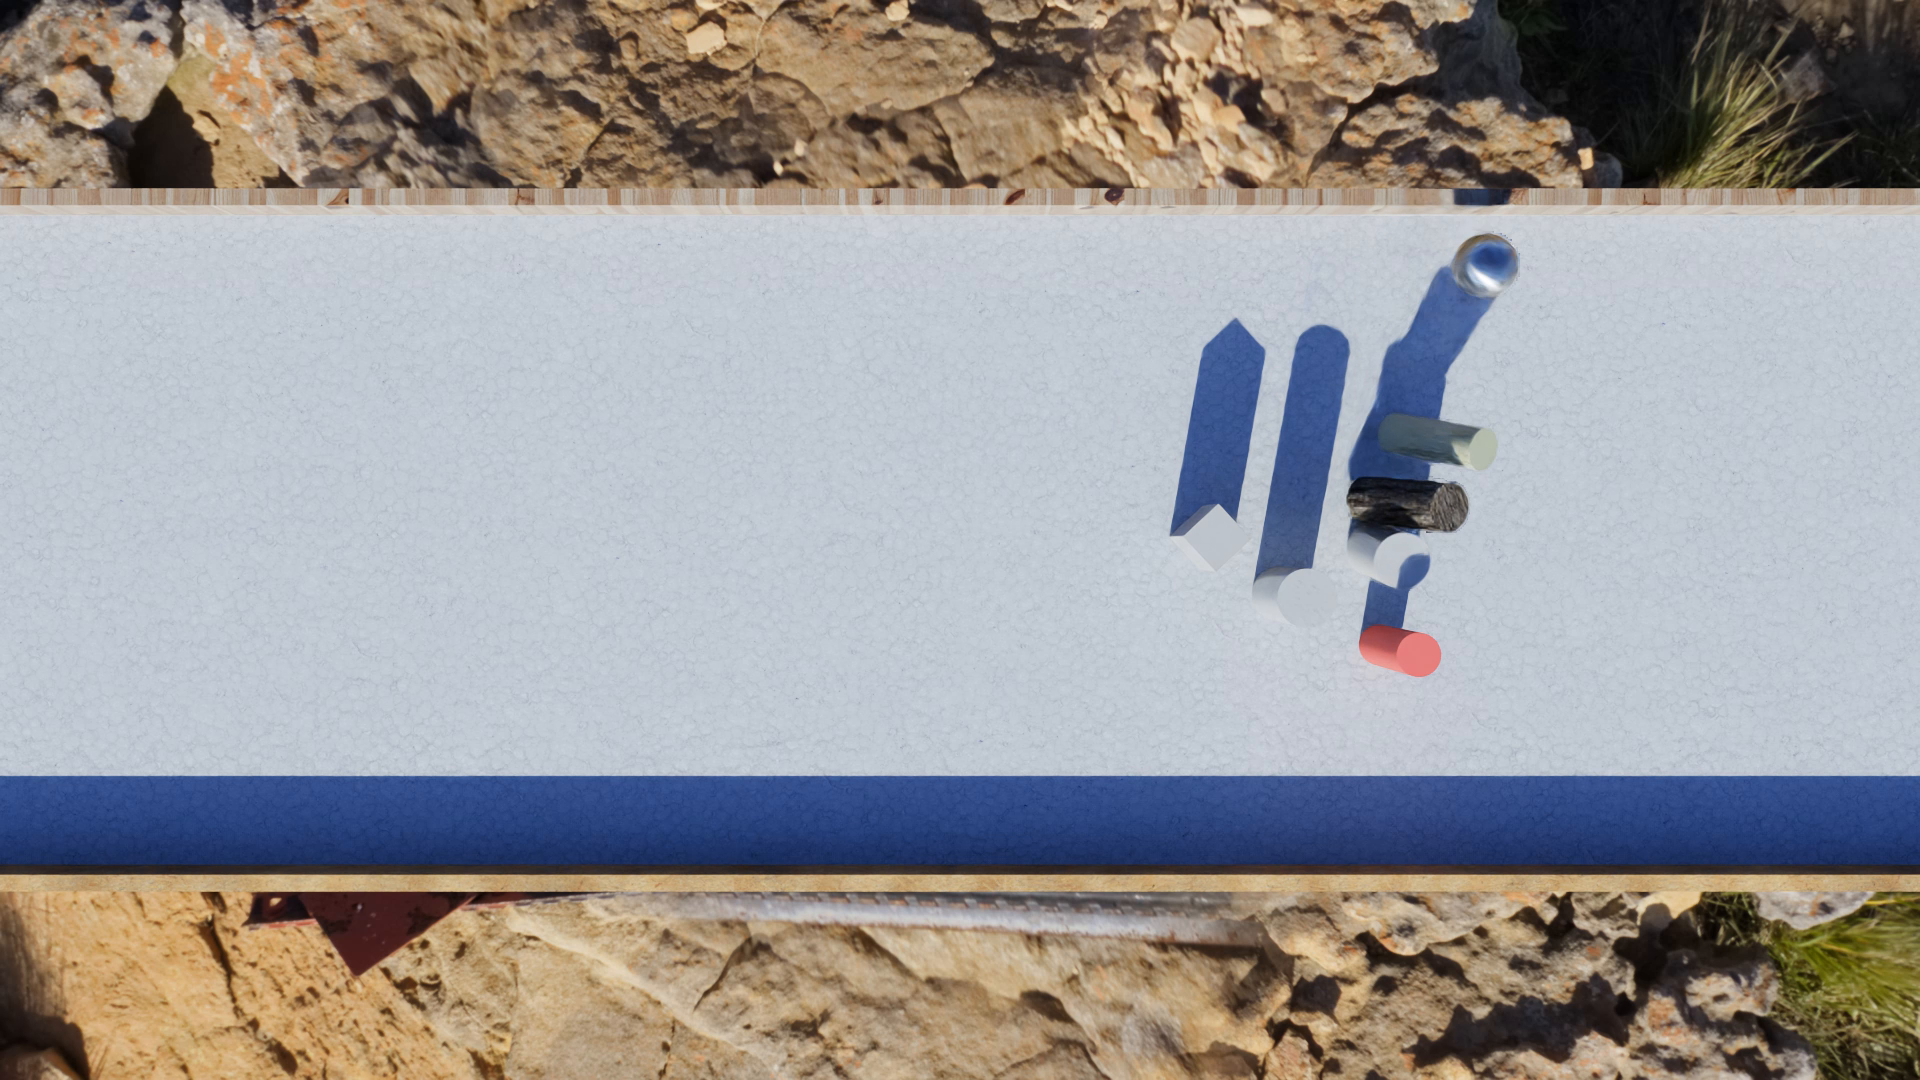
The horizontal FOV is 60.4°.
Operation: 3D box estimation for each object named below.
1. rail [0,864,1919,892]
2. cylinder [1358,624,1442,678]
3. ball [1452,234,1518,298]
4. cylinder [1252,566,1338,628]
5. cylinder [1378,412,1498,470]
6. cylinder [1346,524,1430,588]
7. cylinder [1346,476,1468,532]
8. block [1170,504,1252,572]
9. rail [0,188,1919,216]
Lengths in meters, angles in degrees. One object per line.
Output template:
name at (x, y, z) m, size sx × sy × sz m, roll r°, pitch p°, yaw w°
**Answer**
rail at (-2.247, 1.025, 5.001) m, size 12.000 × 0.150 × 0.050 m, roll 0°, pitch 90°, yaw 0°
cylinder at (1.290, 0.323, 4.855) m, size 0.125 × 0.443 × 0.125 m, roll 0°, pitch 90°, yaw 0°
ball at (1.515, -0.790, 4.756) m, size 0.184 × 0.184 × 0.184 m, roll 0°, pitch 90°, yaw 0°
cylinder at (0.984, 0.165, 4.874) m, size 0.171 × 0.404 × 0.171 m, roll 0°, pitch 90°, yaw 0°
cylinder at (1.416, -0.294, 4.902) m, size 0.125 × 0.342 × 0.125 m, roll -9°, pitch 106°, yaw -33°
cylinder at (1.272, 0.045, 4.912) m, size 0.163 × 0.313 × 0.163 m, roll 0°, pitch 96°, yaw -1°
cylinder at (1.320, -0.109, 4.882) m, size 0.141 × 0.364 × 0.141 m, roll -3°, pitch 97°, yaw -27°
block at (0.742, -0.007, 4.919) m, size 0.140 × 0.315 × 0.140 m, roll -43°, pitch 90°, yaw 0°
rail at (-2.247, -1.025, 5.002) m, size 12.000 × 0.150 × 0.050 m, roll 0°, pitch 90°, yaw 0°
